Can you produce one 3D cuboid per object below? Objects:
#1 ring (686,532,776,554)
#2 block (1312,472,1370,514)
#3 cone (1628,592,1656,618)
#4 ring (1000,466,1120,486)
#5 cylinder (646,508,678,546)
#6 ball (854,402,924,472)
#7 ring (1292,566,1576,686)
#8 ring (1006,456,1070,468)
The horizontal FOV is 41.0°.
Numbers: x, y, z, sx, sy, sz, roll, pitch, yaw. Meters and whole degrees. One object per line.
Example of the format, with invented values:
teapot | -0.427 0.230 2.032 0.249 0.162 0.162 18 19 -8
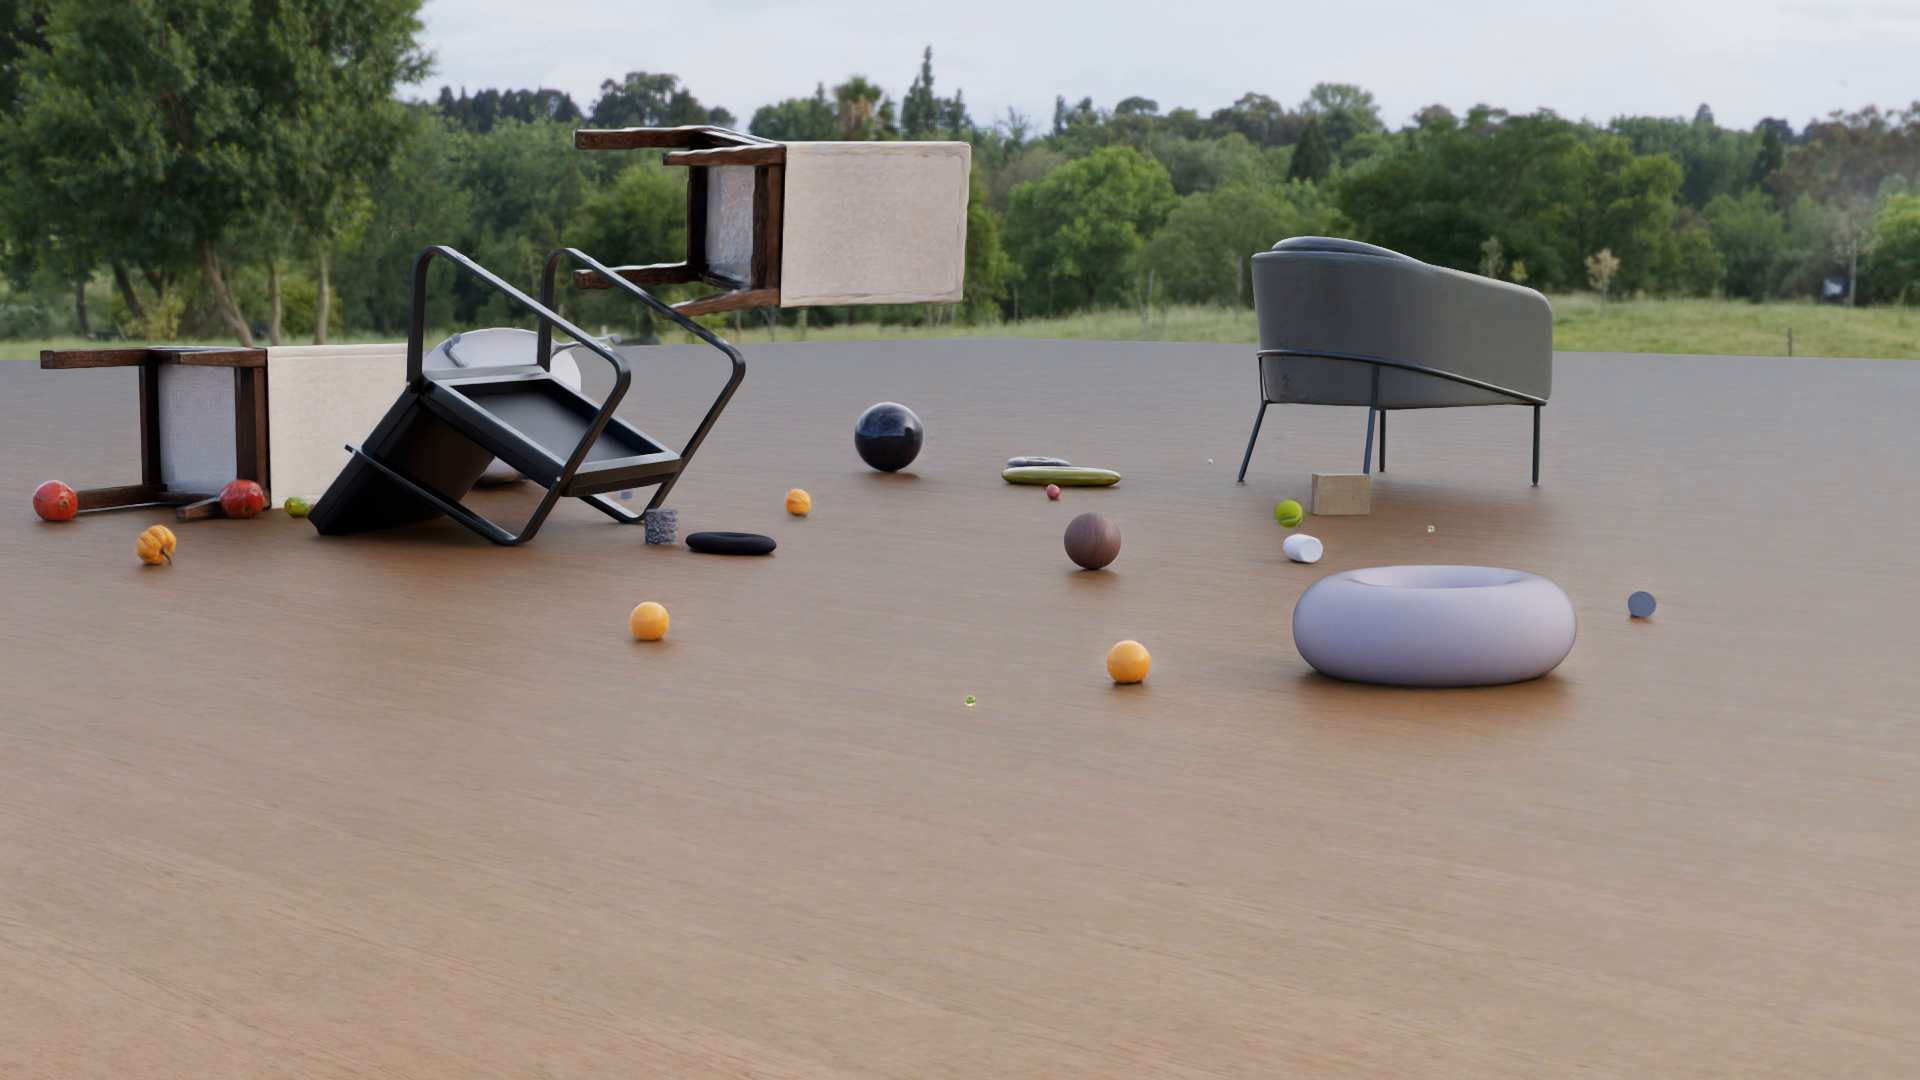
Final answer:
ring | -0.550 0.007 6.156 0.285 0.040 0.152 5 7 44
block | 1.057 -0.128 7.125 0.145 0.109 0.076 -1 6 -8
cone | 1.319 0.134 4.996 0.056 0.053 0.062 -9 -17 -5
ring | 0.318 -0.201 8.109 0.412 0.053 0.193 3 6 27
cylinder | -0.736 -0.032 6.327 0.080 0.082 0.090 0 6 -5
ball | -0.240 -0.348 8.642 0.235 0.235 0.235 0 6 0
ring | 0.789 0.141 4.269 0.478 0.163 0.404 -2 7 -13
ring | 0.262 -0.246 8.554 0.181 0.052 0.276 -3 7 -33
